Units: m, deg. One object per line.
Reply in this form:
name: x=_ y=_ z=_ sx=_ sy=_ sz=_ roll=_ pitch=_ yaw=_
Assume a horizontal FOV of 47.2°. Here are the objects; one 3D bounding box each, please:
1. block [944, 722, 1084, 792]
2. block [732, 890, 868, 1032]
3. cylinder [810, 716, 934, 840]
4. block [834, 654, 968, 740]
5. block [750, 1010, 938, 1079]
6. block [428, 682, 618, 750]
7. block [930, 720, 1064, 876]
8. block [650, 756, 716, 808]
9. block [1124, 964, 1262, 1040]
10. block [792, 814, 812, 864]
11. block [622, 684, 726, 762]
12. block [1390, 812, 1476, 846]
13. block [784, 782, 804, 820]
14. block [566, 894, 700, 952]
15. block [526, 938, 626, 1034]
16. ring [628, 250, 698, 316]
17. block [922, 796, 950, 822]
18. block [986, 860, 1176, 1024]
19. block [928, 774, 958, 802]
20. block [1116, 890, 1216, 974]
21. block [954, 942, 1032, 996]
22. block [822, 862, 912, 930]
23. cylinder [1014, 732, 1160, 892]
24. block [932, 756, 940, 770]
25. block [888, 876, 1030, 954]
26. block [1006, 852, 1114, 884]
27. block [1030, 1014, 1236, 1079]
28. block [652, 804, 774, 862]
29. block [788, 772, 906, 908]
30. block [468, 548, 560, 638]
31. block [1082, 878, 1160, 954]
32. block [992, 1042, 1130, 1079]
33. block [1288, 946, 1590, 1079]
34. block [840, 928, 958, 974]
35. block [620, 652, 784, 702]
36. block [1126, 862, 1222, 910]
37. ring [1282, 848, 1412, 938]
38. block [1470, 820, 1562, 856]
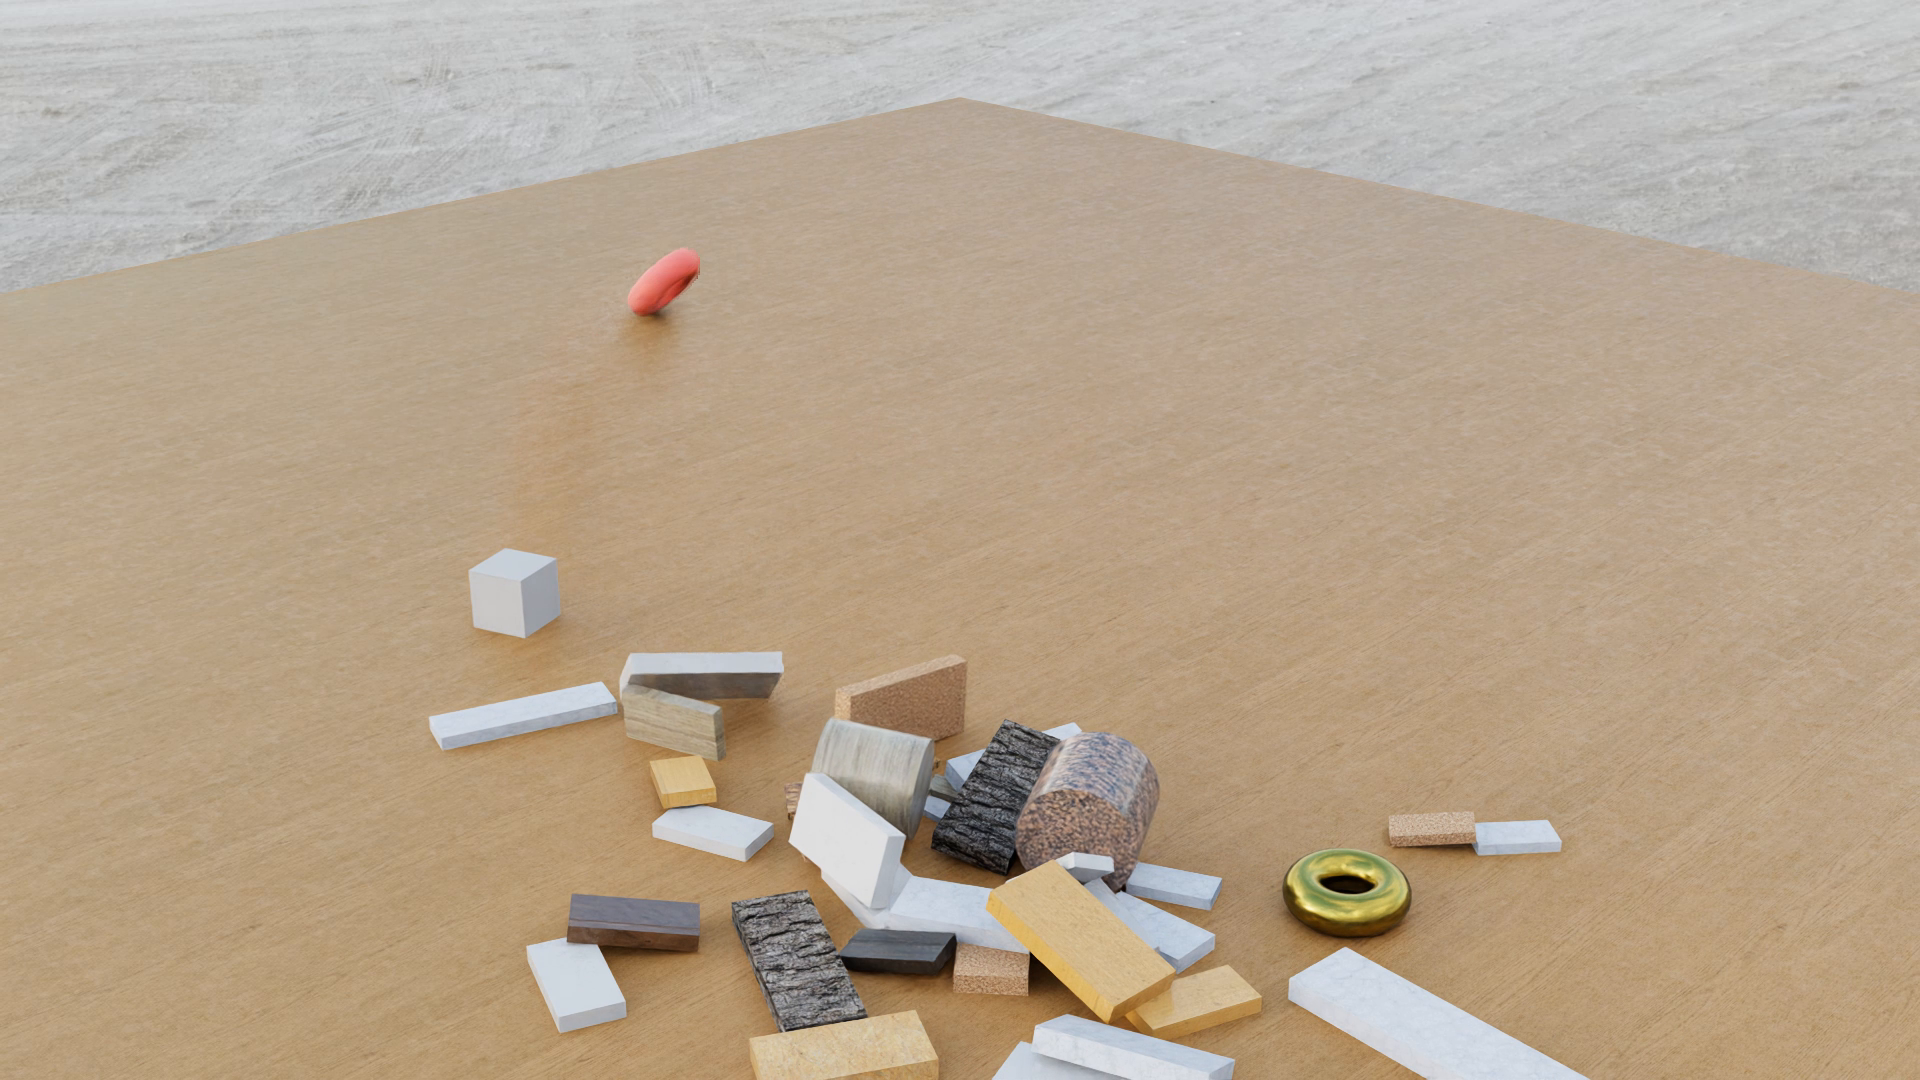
block: x=0.145 y=0.478 z=4.525 sx=0.316 sy=0.045 sz=0.158 roll=-14 pitch=41 yaw=-30
block: x=-0.291 y=0.758 z=3.921 sx=0.144 sy=0.041 sz=0.415 roll=-7 pitch=24 yaw=-17
cylinder: x=-0.175 y=0.472 z=4.353 sx=0.206 sy=0.206 sz=0.206 roll=12 pitch=25 yaw=8
block: x=-0.124 y=0.362 z=4.660 sx=0.331 sy=0.166 sz=0.047 roll=-14 pitch=26 yaw=-41
block: x=-0.195 y=0.865 z=3.669 sx=0.289 sy=0.041 sz=0.144 roll=-7 pitch=24 yaw=-15
block: x=-0.955 y=0.384 z=4.817 sx=0.390 sy=0.030 sz=0.108 roll=-11 pitch=25 yaw=-24
block: x=0.091 y=0.509 z=4.390 sx=0.158 sy=0.045 sz=0.389 roll=19 pitch=36 yaw=13
block: x=-0.569 y=0.494 z=4.509 sx=0.108 sy=0.030 sz=0.215 roll=-6 pitch=14 yaw=-14
block: x=0.402 y=0.806 z=3.822 sx=0.219 sy=0.031 sz=0.109 roll=-11 pitch=25 yaw=-24
block: x=-0.281 y=0.586 z=4.351 sx=0.076 sy=0.022 sz=0.153 roll=-5 pitch=23 yaw=-12
block: x=-0.611 y=0.389 z=4.690 sx=0.236 sy=0.118 sz=0.033 roll=12 pitch=31 yaw=26
block: x=0.934 y=0.572 z=4.351 sx=0.166 sy=0.023 sz=0.083 roll=-5 pitch=22 yaw=12
block: x=-0.277 y=0.524 z=4.464 sx=0.153 sy=0.022 sz=0.076 roll=-4 pitch=44 yaw=-9
block: x=-0.595 y=0.699 z=4.018 sx=0.236 sy=0.033 sz=0.118 roll=6 pitch=19 yaw=-9
block: x=-0.678 y=0.779 z=3.882 sx=0.118 sy=0.033 sz=0.236 roll=-10 pitch=25 yaw=-21
ring: x=-1.018 y=-0.883 z=7.548 sx=0.096 sy=0.289 sz=0.289 roll=48 pitch=32 yaw=0
block: x=-0.036 y=0.550 z=4.444 sx=0.054 sy=0.015 sz=0.109 roll=-21 pitch=30 yaw=-40
block: x=0.210 y=0.701 z=3.860 sx=0.158 sy=0.045 sz=0.316 roll=-20 pitch=46 yaw=-39
block: x=-0.007 y=0.515 z=4.492 sx=0.109 sy=0.015 sz=0.054 roll=17 pitch=32 yaw=8
block: x=0.346 y=0.718 z=4.030 sx=0.219 sy=0.031 sz=0.109 roll=20 pitch=30 yaw=39
block: x=0.064 y=0.732 z=3.989 sx=0.132 sy=0.037 sz=0.264 roll=2 pitch=23 yaw=4
block: x=-0.146 y=0.666 z=4.144 sx=0.132 sy=0.037 sz=0.264 roll=-12 pitch=26 yaw=-26
cylinder: x=0.247 y=0.526 z=4.220 sx=0.235 sy=0.235 sz=0.235 roll=6 pitch=24 yaw=14
block: x=-0.098 y=0.477 z=4.617 sx=0.109 sy=0.015 sz=0.054 roll=-21 pitch=30 yaw=-40
block: x=0.017 y=0.682 z=4.010 sx=0.264 sy=0.037 sz=0.132 roll=7 pitch=24 yaw=15
block: x=0.184 y=0.622 z=4.068 sx=0.096 sy=0.027 sz=0.193 roll=13 pitch=-31 yaw=-37
block: x=0.286 y=0.850 z=3.626 sx=0.301 sy=0.043 sz=0.151 roll=10 pitch=0 yaw=23
block: x=-0.490 y=0.576 z=4.364 sx=0.215 sy=0.030 sz=0.108 roll=11 pitch=25 yaw=24
block: x=-0.215 y=0.563 z=4.145 sx=0.041 sy=0.144 sz=0.289 roll=4 pitch=16 yaw=-38
block: x=-1.066 y=0.126 z=5.273 sx=0.148 sy=0.148 sz=0.148 roll=10 pitch=25 yaw=23
block: x=0.261 y=0.708 z=3.991 sx=0.109 sy=0.031 sz=0.219 roll=-24 pitch=36 yaw=-16
block: x=0.205 y=0.909 z=3.564 sx=0.301 sy=0.043 sz=0.151 roll=10 pitch=25 yaw=23
block: x=0.814 y=0.848 z=3.707 sx=0.151 sy=0.043 sz=0.551 roll=-19 pitch=29 yaw=-37
block: x=-0.112 y=0.737 z=3.941 sx=0.193 sy=0.027 sz=0.096 roll=-2 pitch=20 yaw=25
block: x=-0.567 y=0.299 z=4.810 sx=0.331 sy=0.166 sz=0.047 roll=0 pitch=65 yaw=-18
block: x=0.407 y=0.658 z=4.180 sx=0.166 sy=0.023 sz=0.083 roll=8 pitch=24 yaw=19
ring: x=0.723 y=0.658 z=4.110 sx=0.240 sy=0.080 sz=0.240 roll=-1 pitch=24 yaw=1
block: x=1.093 y=0.588 z=4.345 sx=0.166 sy=0.023 sz=0.083 roll=-2 pitch=23 yaw=-5
